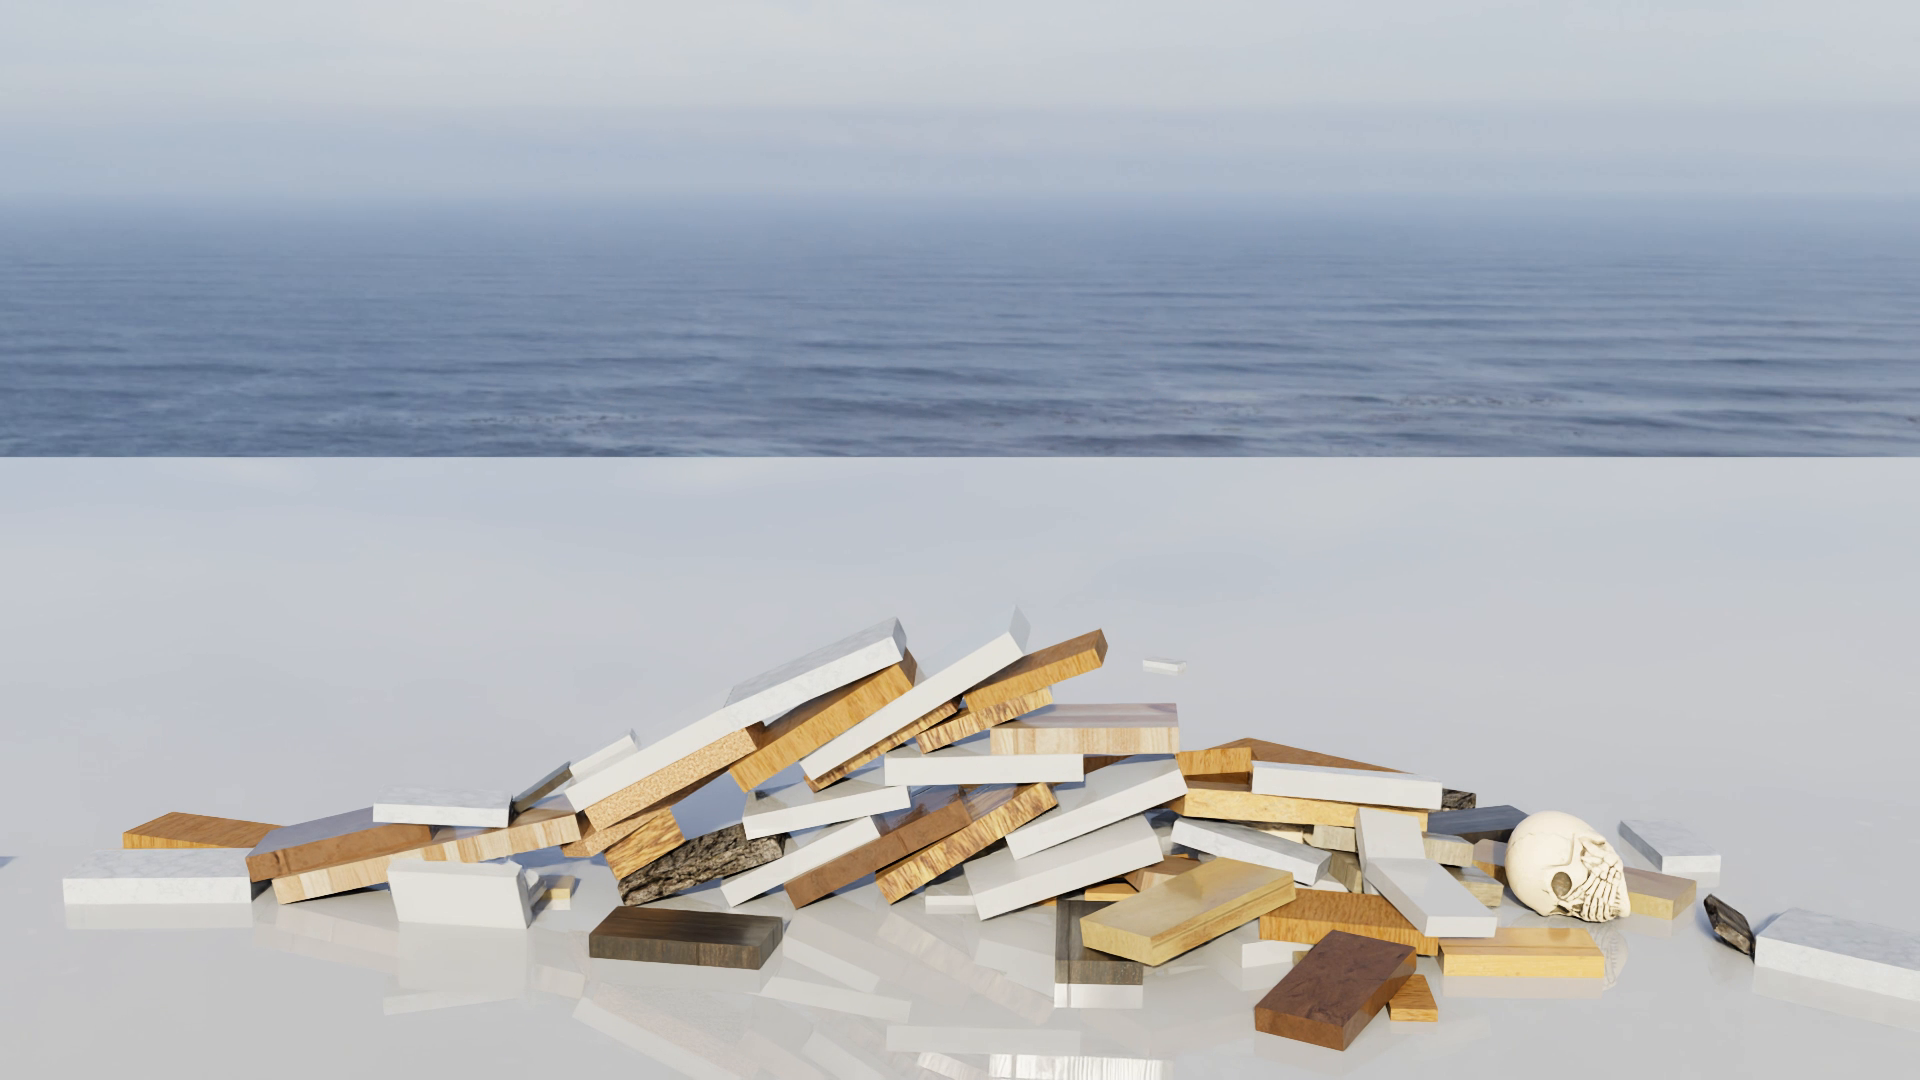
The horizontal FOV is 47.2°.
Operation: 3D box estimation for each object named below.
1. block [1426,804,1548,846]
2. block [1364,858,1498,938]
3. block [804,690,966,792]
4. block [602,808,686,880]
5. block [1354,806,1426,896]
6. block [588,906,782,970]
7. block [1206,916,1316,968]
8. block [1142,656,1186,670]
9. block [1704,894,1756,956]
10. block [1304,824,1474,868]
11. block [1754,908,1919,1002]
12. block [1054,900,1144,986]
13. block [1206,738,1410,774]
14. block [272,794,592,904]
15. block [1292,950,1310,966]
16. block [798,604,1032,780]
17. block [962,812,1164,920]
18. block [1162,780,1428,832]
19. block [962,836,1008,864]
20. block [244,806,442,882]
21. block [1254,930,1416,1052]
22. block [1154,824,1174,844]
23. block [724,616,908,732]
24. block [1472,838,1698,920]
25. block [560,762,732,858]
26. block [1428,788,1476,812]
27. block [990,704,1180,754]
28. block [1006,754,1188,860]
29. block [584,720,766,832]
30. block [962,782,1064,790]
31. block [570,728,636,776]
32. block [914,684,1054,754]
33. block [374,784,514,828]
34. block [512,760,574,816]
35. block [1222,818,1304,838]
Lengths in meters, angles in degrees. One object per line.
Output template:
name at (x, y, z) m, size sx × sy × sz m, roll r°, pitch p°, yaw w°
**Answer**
block at (0.907, 0.521, 3.943) m, size 0.251 × 0.036 × 0.126 m, roll -3°, pitch 11°, yaw -17°
block at (0.723, 0.549, 3.387) m, size 0.113 × 0.032 × 0.227 m, roll 3°, pitch 14°, yaw -14°
block at (-0.124, 0.319, 3.648) m, size 0.286 × 0.033 × 0.115 m, roll -31°, pitch 9°, yaw 15°
block at (-0.527, 0.504, 3.651) m, size 0.130 × 0.065 × 0.018 m, roll -29°, pitch 9°, yaw -21°
block at (0.698, 0.520, 3.541) m, size 0.102 × 0.029 × 0.203 m, roll 10°, pitch 38°, yaw -5°
block at (-0.425, 0.617, 3.419) m, size 0.271 × 0.037 × 0.131 m, roll 2°, pitch 11°, yaw 11°
block at (0.532, 0.612, 3.444) m, size 0.266 × 0.038 × 0.133 m, roll -4°, pitch 11°, yaw -19°
block at (0.487, 0.294, 5.228) m, size 0.093 × 0.013 × 0.046 m, roll 7°, pitch 13°, yaw 33°
block at (1.210, 0.603, 3.455) m, size 0.067 × 0.019 × 0.133 m, roll 35°, pitch 15°, yaw 4°
block at (0.716, 0.505, 3.687) m, size 0.262 × 0.037 × 0.131 m, roll 7°, pitch -1°, yaw 3°
block at (1.391, 0.632, 3.316) m, size 0.326 × 0.046 × 0.163 m, roll 8°, pitch 13°, yaw 37°
block at (0.214, 0.621, 3.403) m, size 0.131 × 0.037 × 0.262 m, roll 1°, pitch 11°, yaw 3°
block at (0.671, 0.445, 4.159) m, size 0.418 × 0.044 × 0.154 m, roll 9°, pitch 12°, yaw 41°
block at (-0.871, 0.509, 3.669) m, size 0.517 × 0.043 × 0.153 m, roll -13°, pitch 10°, yaw 4°
block at (0.547, 0.649, 3.299) m, size 0.067 × 0.019 × 0.133 m, roll -1°, pitch 11°, yaw -4°
block at (-0.074, 0.248, 3.597) m, size 0.410 × 0.046 × 0.163 m, roll -31°, pitch 9°, yaw 13°
block at (0.165, 0.525, 3.581) m, size 0.308 × 0.044 × 0.154 m, roll -18°, pitch 12°, yaw -3°
block at (0.560, 0.445, 3.696) m, size 0.413 × 0.045 × 0.160 m, roll 5°, pitch -1°, yaw -8°
block at (0.116, 0.500, 3.859) m, size 0.320 × 0.045 × 0.160 m, roll -8°, pitch 15°, yaw -31°
block at (-1.025, 0.496, 3.694) m, size 0.305 × 0.043 × 0.153 m, roll -13°, pitch 10°, yaw 0°
block at (0.545, 0.647, 3.175) m, size 0.133 × 0.038 × 0.266 m, roll 7°, pitch 19°, yaw 33°
block at (0.385, 0.528, 3.964) m, size 0.093 × 0.013 × 0.046 m, roll -7°, pitch 13°, yaw -34°
block at (-0.234, 0.217, 3.599) m, size 0.298 × 0.042 × 0.149 m, roll -23°, pitch 9°, yaw 6°
block at (1.031, 0.568, 3.695) m, size 0.373 × 0.034 × 0.119 m, roll 8°, pitch 13°, yaw 35°
block at (-0.495, 0.424, 3.717) m, size 0.385 × 0.030 × 0.107 m, roll -31°, pitch 11°, yaw -33°
block at (0.776, 0.479, 4.190) m, size 0.392 × 0.029 × 0.102 m, roll 7°, pitch 12°, yaw 32°
block at (0.206, 0.311, 3.628) m, size 0.304 × 0.043 × 0.152 m, roll -1°, pitch 11°, yaw 4°
block at (0.222, 0.431, 3.646) m, size 0.304 × 0.043 × 0.152 m, roll -22°, pitch 11°, yaw 4°
block at (-0.469, 0.376, 3.637) m, size 0.298 × 0.042 × 0.149 m, roll -28°, pitch 9°, yaw 5°
block at (0.168, 0.444, 4.173) m, size 0.368 × 0.032 × 0.113 m, roll 1°, pitch 11°, yaw 4°
block at (-0.599, 0.354, 3.687) m, size 0.114 × 0.016 × 0.057 m, roll -28°, pitch 9°, yaw 1°
block at (0.040, 0.280, 3.625) m, size 0.230 × 0.033 × 0.115 m, roll -22°, pitch 10°, yaw 5°
block at (-0.850, 0.439, 3.626) m, size 0.214 × 0.030 × 0.107 m, roll 4°, pitch 10°, yaw -8°
block at (-0.698, 0.415, 3.683) m, size 0.114 × 0.016 × 0.057 m, roll -35°, pitch 11°, yaw -1°
block at (0.562, 0.507, 4.024) m, size 0.239 × 0.034 × 0.119 m, roll 1°, pitch 11°, yaw 6°
